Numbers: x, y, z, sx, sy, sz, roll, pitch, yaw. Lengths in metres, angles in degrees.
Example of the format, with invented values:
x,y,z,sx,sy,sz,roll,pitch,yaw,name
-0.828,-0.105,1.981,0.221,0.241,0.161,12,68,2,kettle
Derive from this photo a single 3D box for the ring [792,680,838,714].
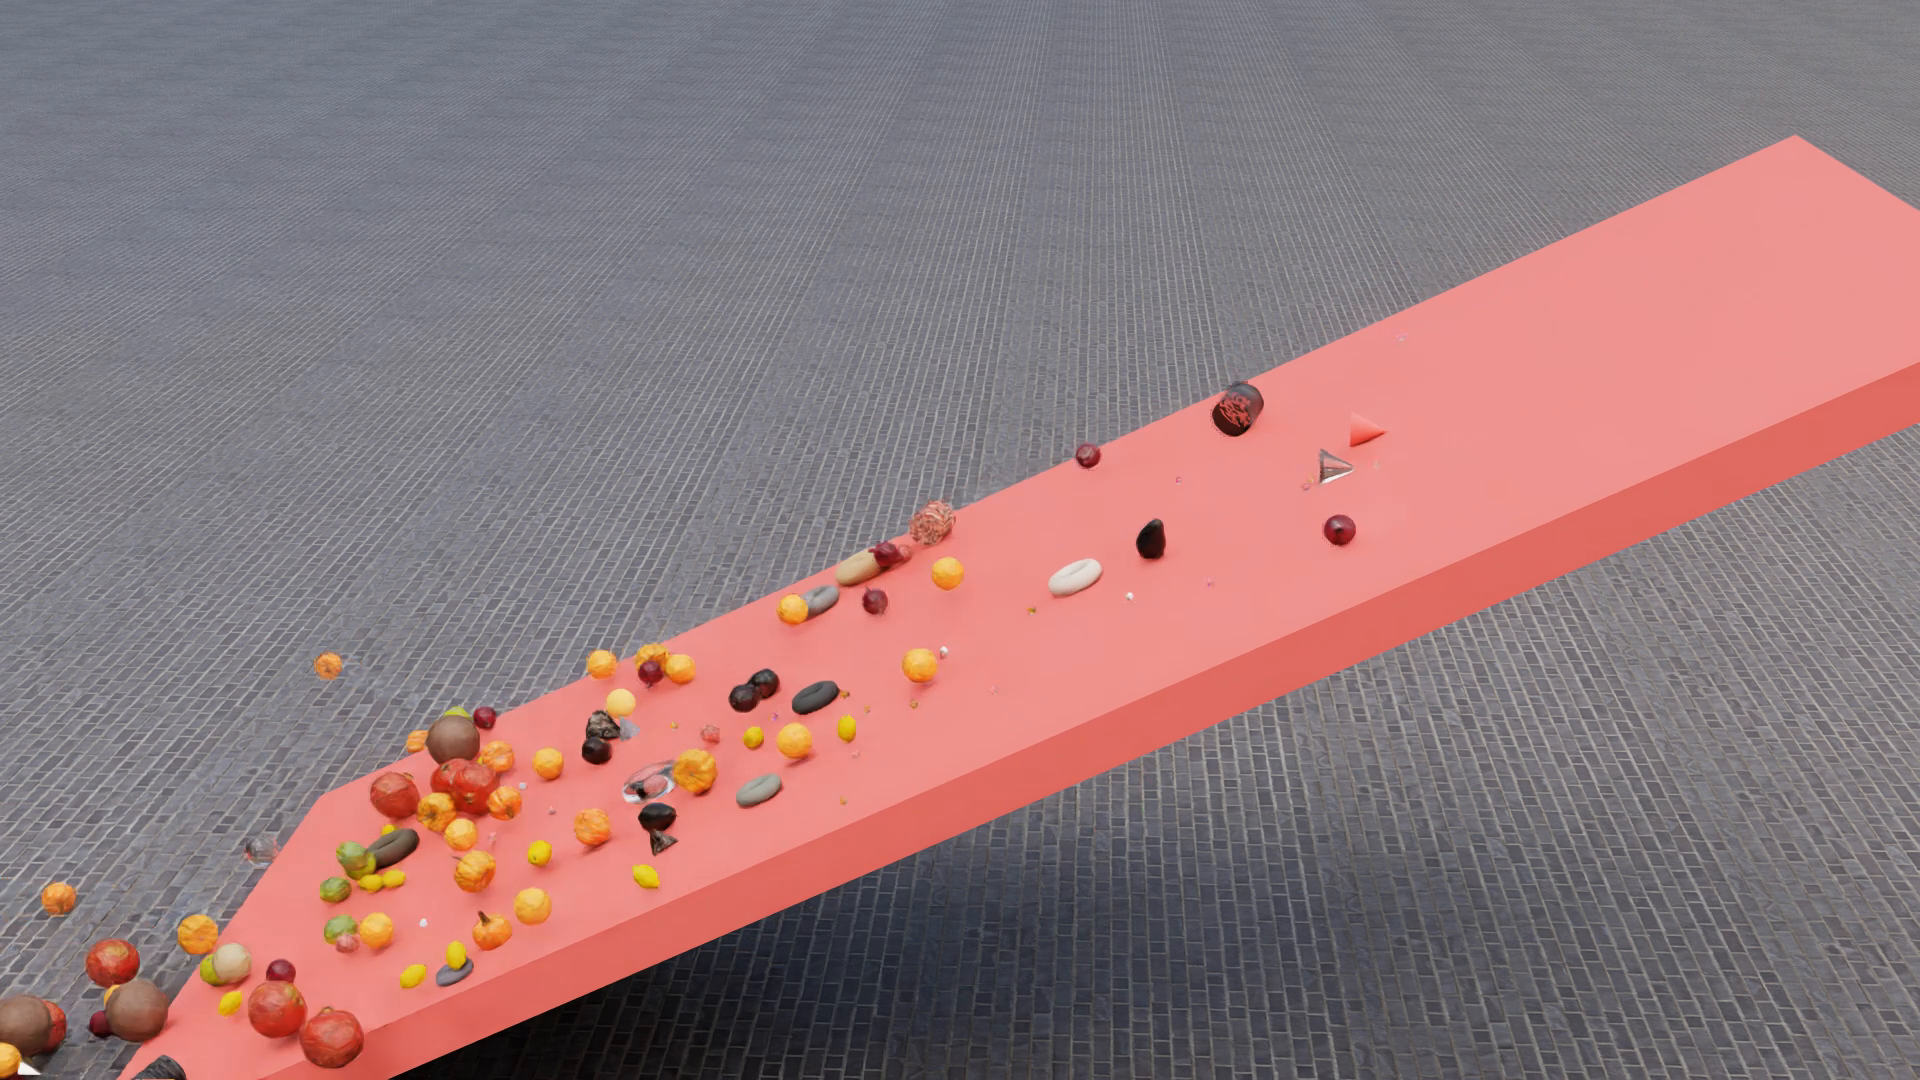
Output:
x,y,z,sx,sy,sz,roll,pitch,yaw,name
-0.305,0.331,6.195,0.108,0.036,0.108,-24,14,6,ring

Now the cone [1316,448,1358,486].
x,y,z,sx,sy,sz,roll,pitch,yaw,name
0.771,-0.147,5.993,0.081,0.081,0.081,4,16,1,cone

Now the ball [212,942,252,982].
x,y,z,sx,sy,sz,roll,pitch,yaw,name
-1.541,0.894,6.228,0.084,0.084,0.084,0,16,0,ball

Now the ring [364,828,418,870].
x,y,z,sx,sy,sz,roll,pitch,yaw,name
-1.280,0.695,6.621,0.135,0.045,0.135,-24,14,7,ring

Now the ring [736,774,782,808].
x,y,z,sx,sy,sz,roll,pitch,yaw,name
-0.394,0.490,5.758,0.097,0.032,0.097,-26,12,6,ring

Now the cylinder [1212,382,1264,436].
x,y,z,sx,sy,sz,roll,pitch,yaw,name
0.634,-0.297,6.697,0.091,0.091,0.091,8,32,25,cylinder

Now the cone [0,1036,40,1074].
x,y,z,sx,sy,sz,roll,pitch,yaw,name
-1.981,1.109,6.215,0.088,0.088,0.088,28,18,0,cone

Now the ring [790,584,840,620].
x,y,z,sx,sy,sz,roll,pitch,yaw,name
-0.343,0.147,6.961,0.126,0.042,0.126,-24,14,6,ring

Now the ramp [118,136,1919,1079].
x,y,z,sx,sy,sz,roll,pitch,yaw,name
0.136,0.169,6.282,4.000,0.100,2.000,-24,13,9,ramp

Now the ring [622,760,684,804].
x,y,z,sx,sy,sz,roll,pitch,yaw,name
-0.640,0.505,6.138,0.141,0.047,0.141,-24,12,6,ring

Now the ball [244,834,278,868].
x,y,z,sx,sy,sz,roll,pitch,yaw,name
-1.687,0.751,7.102,0.078,0.078,0.078,0,16,0,ball

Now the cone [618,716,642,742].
x,y,z,sx,sy,sz,roll,pitch,yaw,name
-0.759,0.419,6.665,0.055,0.055,0.055,-28,13,7,cone

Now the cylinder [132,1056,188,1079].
x,y,z,sx,sy,sz,roll,pitch,yaw,name
-1.550,1.052,5.679,0.080,0.080,0.080,10,32,32,cylinder

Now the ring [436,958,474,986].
x,y,z,sx,sy,sz,roll,pitch,yaw,name
-0.958,0.819,5.577,0.078,0.026,0.078,-25,14,7,ring

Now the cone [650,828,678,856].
x,y,z,sx,sy,sz,roll,pitch,yaw,name
-0.572,0.588,5.738,0.053,0.053,0.053,-2,16,-20,cone

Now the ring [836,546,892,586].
x,y,z,sx,sy,sz,roll,pitch,yaw,name
-0.230,0.061,7.060,0.149,0.050,0.149,-25,12,6,ring

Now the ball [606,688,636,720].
x,y,z,sx,sy,sz,roll,pitch,yaw,name
-0.772,0.373,6.688,0.070,0.070,0.070,0,16,0,ball

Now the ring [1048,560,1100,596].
x,y,z,sx,sy,sz,roll,pitch,yaw,name
0.239,0.079,6.128,0.118,0.039,0.118,-24,14,7,ring

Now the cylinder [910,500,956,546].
x,y,z,sx,sy,sz,roll,pitch,yaw,name
-0.066,-0.040,7.054,0.085,0.085,0.085,6,24,20,cylinder
